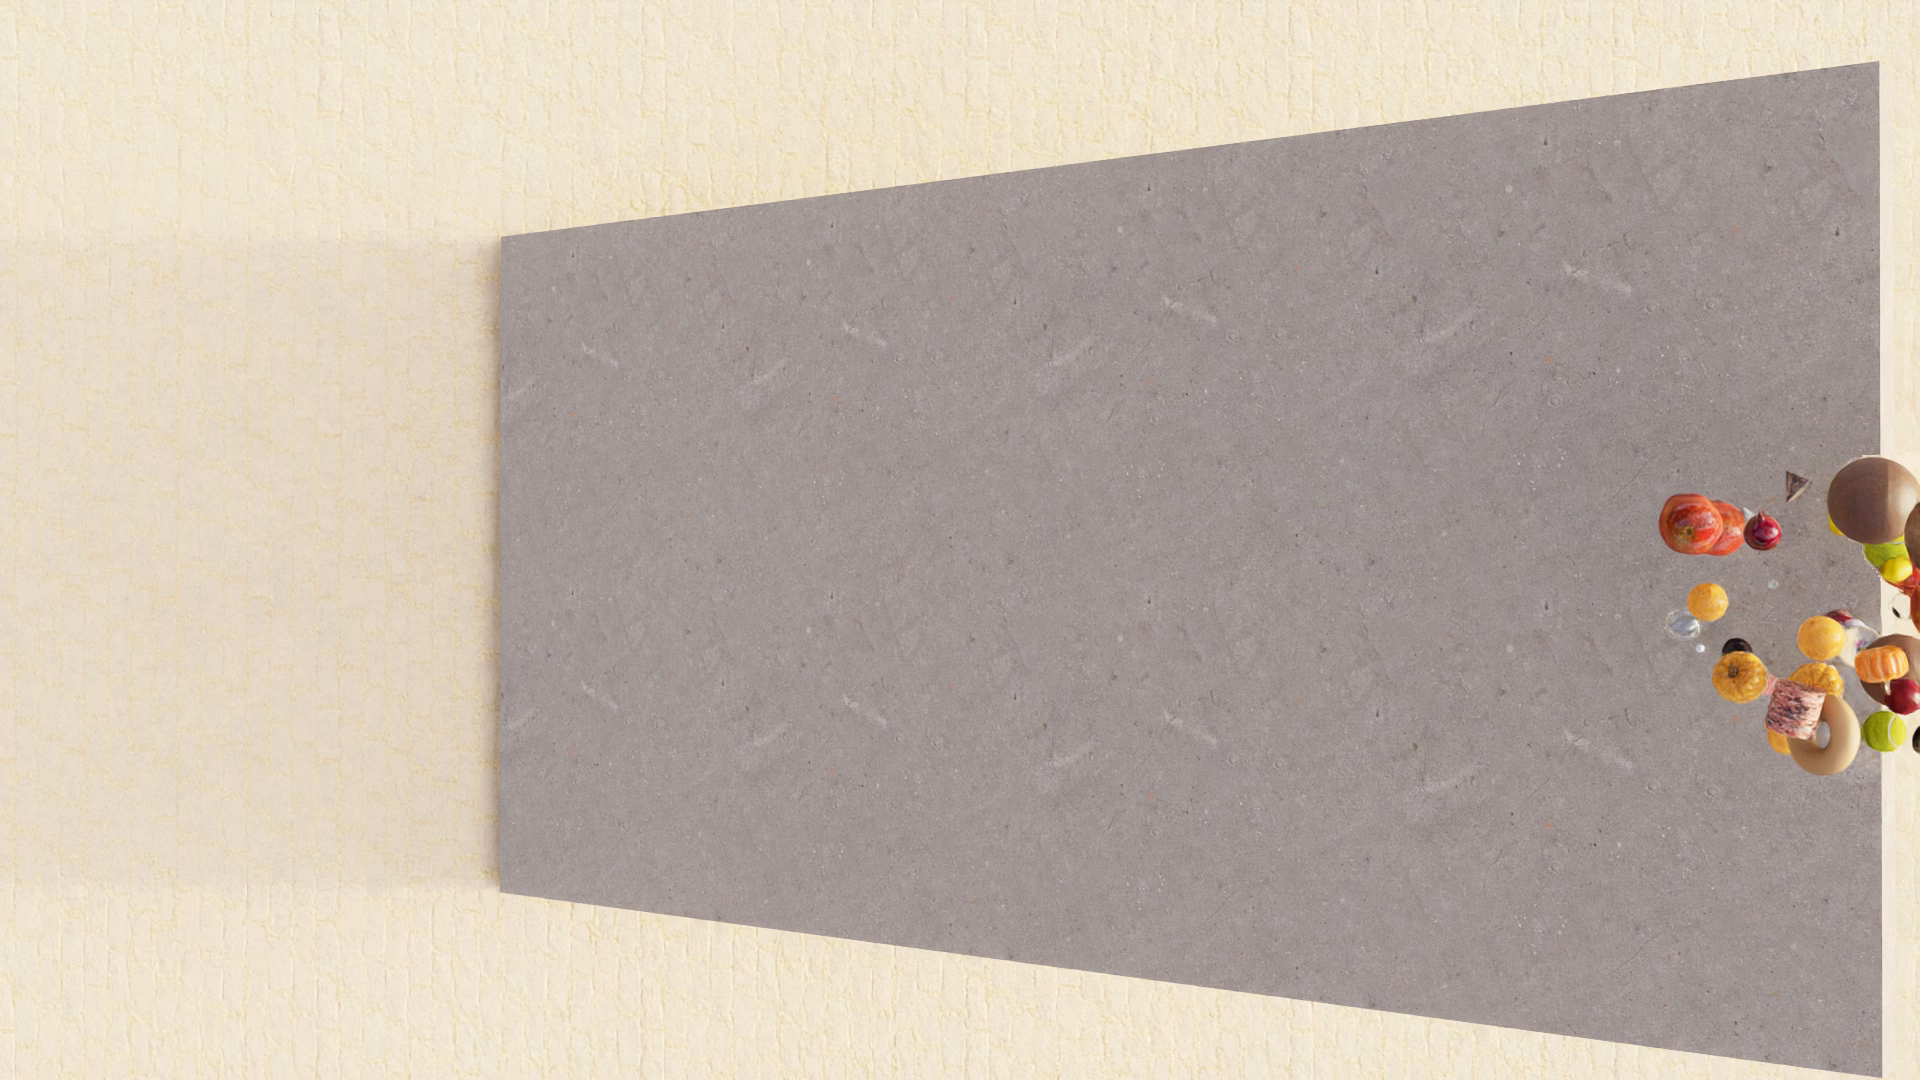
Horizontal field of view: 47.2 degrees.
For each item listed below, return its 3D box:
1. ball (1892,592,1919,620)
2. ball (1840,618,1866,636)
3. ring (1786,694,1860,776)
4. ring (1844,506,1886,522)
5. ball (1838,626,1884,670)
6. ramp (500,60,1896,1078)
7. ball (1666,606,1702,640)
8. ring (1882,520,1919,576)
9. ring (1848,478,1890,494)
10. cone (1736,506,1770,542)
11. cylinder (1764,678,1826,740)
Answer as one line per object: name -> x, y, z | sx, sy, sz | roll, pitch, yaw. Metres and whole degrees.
ball -> 1.721, 0.120, 3.997 | 0.053, 0.053, 0.053 | 0, 90, 0
ball -> 1.743, 0.179, 4.288 | 0.051, 0.051, 0.051 | 0, 90, 0
ring -> 1.401, 0.316, 3.569 | 0.045, 0.134, 0.134 | 5, 90, -26
ring -> 1.752, -0.049, 4.256 | 0.078, 0.078, 0.026 | -5, 87, 0
ball -> 1.662, 0.200, 4.058 | 0.081, 0.081, 0.081 | 0, 90, 0
ramp -> 0.234, 0.065, 5.554 | 4.000, 0.100, 2.000 | 0, 89, 37
ball -> 1.406, 0.162, 4.267 | 0.066, 0.066, 0.066 | 0, 90, 0
ring -> 1.738, 0.014, 4.012 | 0.037, 0.112, 0.112 | 28, 90, -34
ring -> 1.754, -0.105, 4.244 | 0.077, 0.077, 0.026 | 3, 97, 0
cone -> 1.563, -0.043, 4.365 | 0.067, 0.067, 0.067 | -32, 115, 0
cylinder -> 1.347, 0.273, 3.549 | 0.077, 0.077, 0.077 | 11, 100, 0
